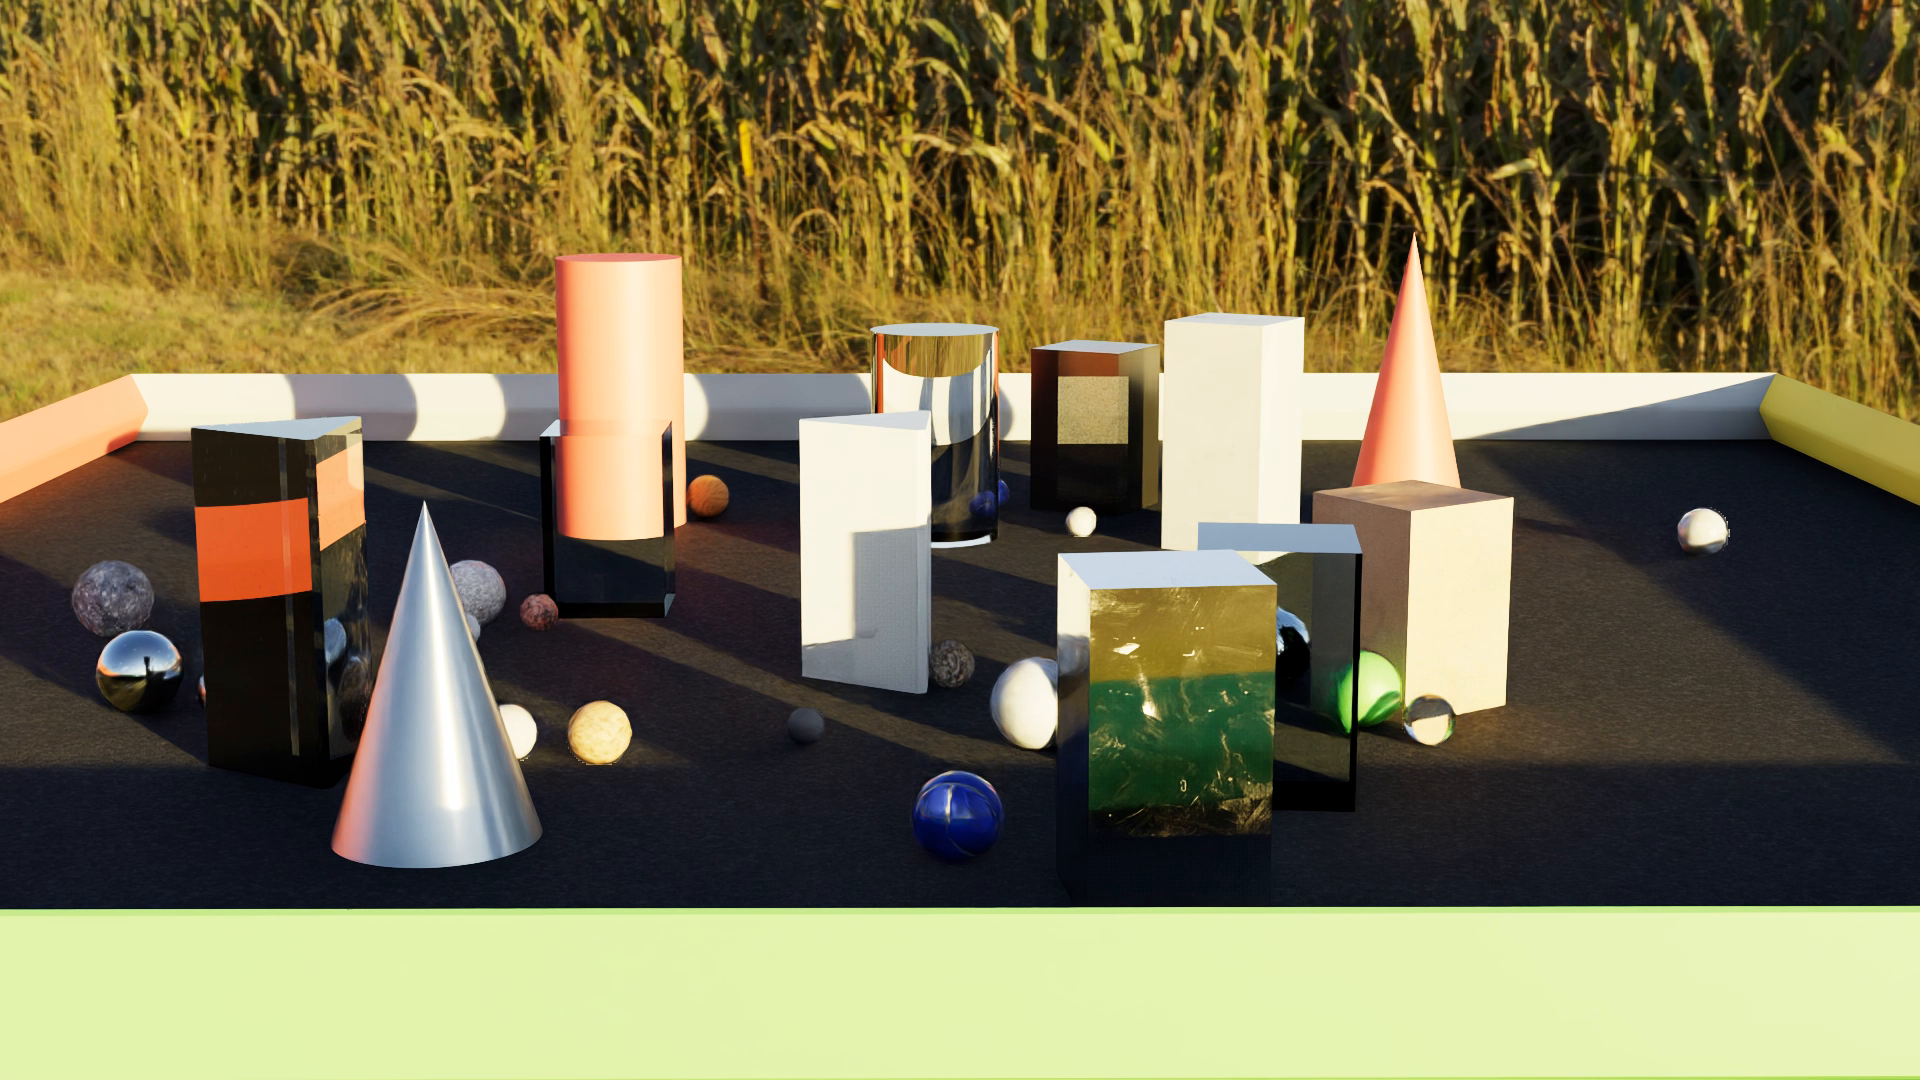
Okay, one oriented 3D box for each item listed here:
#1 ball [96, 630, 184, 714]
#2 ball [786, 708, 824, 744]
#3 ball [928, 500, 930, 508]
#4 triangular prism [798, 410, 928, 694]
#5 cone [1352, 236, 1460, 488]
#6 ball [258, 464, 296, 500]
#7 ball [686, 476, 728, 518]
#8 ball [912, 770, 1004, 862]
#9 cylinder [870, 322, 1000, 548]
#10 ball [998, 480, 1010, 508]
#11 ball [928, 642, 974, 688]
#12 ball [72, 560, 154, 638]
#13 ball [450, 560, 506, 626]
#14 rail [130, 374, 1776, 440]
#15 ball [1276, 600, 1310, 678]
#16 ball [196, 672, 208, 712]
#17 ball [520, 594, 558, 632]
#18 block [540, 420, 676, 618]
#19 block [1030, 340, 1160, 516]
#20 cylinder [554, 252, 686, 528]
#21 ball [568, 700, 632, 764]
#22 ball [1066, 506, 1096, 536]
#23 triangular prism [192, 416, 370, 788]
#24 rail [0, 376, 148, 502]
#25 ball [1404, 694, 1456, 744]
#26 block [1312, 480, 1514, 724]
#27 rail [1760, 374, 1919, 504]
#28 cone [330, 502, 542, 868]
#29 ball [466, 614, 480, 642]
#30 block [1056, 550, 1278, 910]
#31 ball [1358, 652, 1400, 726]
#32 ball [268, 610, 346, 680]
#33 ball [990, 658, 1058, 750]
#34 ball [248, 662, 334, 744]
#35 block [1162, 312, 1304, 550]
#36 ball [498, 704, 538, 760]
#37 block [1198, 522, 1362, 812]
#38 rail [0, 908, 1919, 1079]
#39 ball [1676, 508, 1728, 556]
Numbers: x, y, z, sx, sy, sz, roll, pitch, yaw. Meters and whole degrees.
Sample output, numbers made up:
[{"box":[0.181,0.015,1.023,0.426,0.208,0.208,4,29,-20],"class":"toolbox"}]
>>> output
[{"box":[-0.933,0.150,2.920,0.095,0.095,0.095,0,10,0],"class":"ball"},{"box":[-0.168,0.202,2.786,0.040,0.040,0.040,0,10,0],"class":"ball"},{"box":[-0.076,-0.059,4.168,0.052,0.052,0.052,0,10,0],"class":"ball"},{"box":[-0.079,0.007,3.094,0.173,0.312,0.150,6,12,31],"class":"triangular prism"},{"box":[0.711,-0.252,4.058,0.200,0.470,0.200,0,10,0],"class":"cone"},{"box":[-1.160,-0.098,4.355,0.061,0.061,0.061,0,10,0],"class":"ball"},{"box":[-0.412,-0.070,4.178,0.070,0.070,0.070,0,10,0],"class":"ball"},{"box":[-0.002,0.256,2.374,0.085,0.085,0.085,0,10,0],"class":"ball"},{"box":[-0.039,-0.166,3.995,0.200,0.325,0.200,0,10,0],"class":"cylinder"},{"box":[0.058,-0.077,4.271,0.049,0.049,0.049,0,10,0],"class":"ball"},{"box":[-0.011,0.148,3.041,0.055,0.055,0.055,0,10,0],"class":"ball"},{"box":[-1.092,0.076,3.307,0.099,0.099,0.099,0,10,0],"class":"ball"},{"box":[-0.641,0.071,3.363,0.089,0.089,0.089,0,10,0],"class":"ball"},{"box":[-0.009,-0.258,5.025,3.234,0.130,0.045,0,10,0],"class":"rail"},{"box":[0.375,0.119,3.087,0.096,0.096,0.096,0,10,0],"class":"ball"},{"box":[-0.837,0.172,2.909,0.056,0.056,0.056,0,10,0],"class":"ball"},{"box":[-0.549,0.095,3.345,0.049,0.049,0.049,0,10,0],"class":"ball"},{"box":[-0.475,-0.031,3.482,0.160,0.246,0.160,0,10,-1],"class":"block"},{"box":[0.225,-0.189,4.278,0.160,0.268,0.160,6,12,29],"class":"block"},{"box":[-0.542,-0.239,4.111,0.200,0.426,0.200,0,10,0],"class":"cylinder"},{"box":[-0.381,0.203,2.710,0.067,0.067,0.067,0,10,0],"class":"ball"},{"box":[0.191,-0.029,4.020,0.047,0.047,0.047,0,10,0],"class":"ball"},{"box":[-0.679,0.057,2.693,0.173,0.360,0.150,7,12,32],"class":"triangular prism"},{"box":[-1.593,0.035,3.440,0.045,0.130,3.254,0,10,0],"class":"rail"},{"box":[0.510,0.194,2.787,0.056,0.056,0.056,0,10,0],"class":"ball"},{"box":[0.518,0.067,2.959,0.160,0.243,0.160,-7,13,-34],"class":"block"},{"box":[1.593,0.032,3.458,0.045,0.130,3.254,0,10,0],"class":"rail"},{"box":[-0.501,0.123,2.428,0.200,0.327,0.200,0,10,0],"class":"cone"},{"box":[-0.630,0.115,3.246,0.045,0.045,0.045,0,10,0],"class":"ball"},{"box":[0.177,0.171,2.254,0.160,0.296,0.160,-1,11,-7],"class":"block"},{"box":[0.449,0.166,2.861,0.084,0.084,0.084,0,10,0],"class":"ball"},{"box":[-0.774,0.129,3.043,0.091,0.091,0.091,0,10,0],"class":"ball"},{"box":[0.082,0.176,2.764,0.100,0.100,0.100,0,10,0],"class":"ball"},{"box":[-0.727,0.177,2.788,0.089,0.089,0.089,0,10,0],"class":"ball"},{"box":[0.417,-0.164,3.920,0.160,0.348,0.160,6,12,29],"class":"block"},{"box":[-0.479,0.205,2.717,0.061,0.061,0.061,0,10,0],"class":"ball"},{"box":[0.319,0.125,2.599,0.160,0.260,0.160,1,11,5],"class":"block"},{"box":[0.009,0.325,1.872,3.234,0.130,0.045,0,10,0],"class":"rail"},{"box":[1.115,-0.011,3.856,0.072,0.072,0.072,0,10,0],"class":"ball"}]
